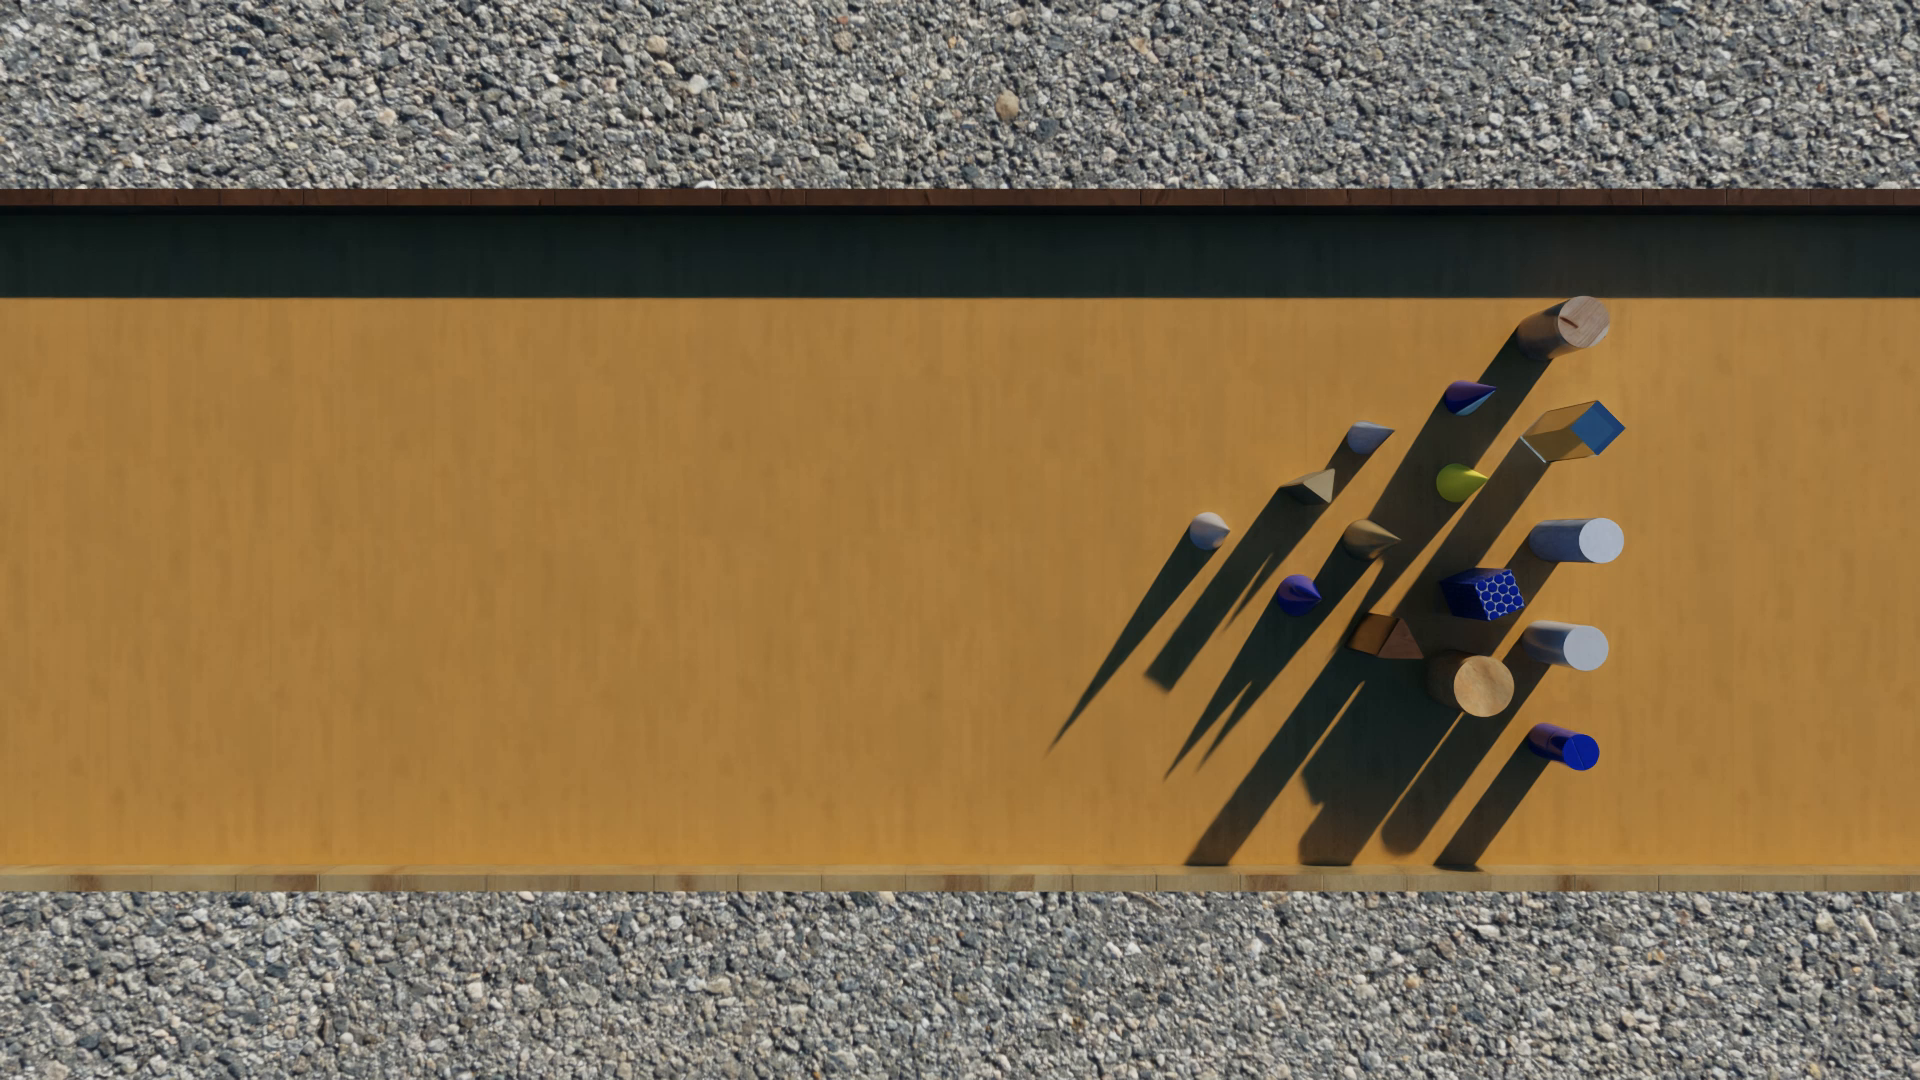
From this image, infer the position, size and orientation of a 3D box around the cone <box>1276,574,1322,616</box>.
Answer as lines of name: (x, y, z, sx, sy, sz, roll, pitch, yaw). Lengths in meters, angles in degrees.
cone: (1.040, 0.170, 4.905, 0.129, 0.343, 0.129, 0, 90, 0)

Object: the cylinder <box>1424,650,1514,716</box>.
cylinder: (1.514, 0.424, 4.921, 0.175, 0.311, 0.175, 0, 90, 0)

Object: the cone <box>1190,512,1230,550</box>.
cone: (0.764, -0.027, 4.869, 0.118, 0.415, 0.118, 0, 90, 0)

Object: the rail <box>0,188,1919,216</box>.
rail: (-2.247, -1.025, 5.002, 12.000, 0.150, 0.050, 0, 90, 0)

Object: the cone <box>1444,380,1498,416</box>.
cone: (1.545, -0.437, 4.904, 0.111, 0.345, 0.111, 0, 90, 0)

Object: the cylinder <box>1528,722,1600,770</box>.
cylinder: (1.799, 0.615, 4.926, 0.106, 0.301, 0.106, 0, 90, 0)

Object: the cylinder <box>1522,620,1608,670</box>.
cylinder: (1.794, 0.310, 4.901, 0.130, 0.350, 0.130, 0, 90, 0)

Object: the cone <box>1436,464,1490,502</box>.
cone: (1.526, -0.176, 4.915, 0.121, 0.323, 0.121, 0, 90, 0)

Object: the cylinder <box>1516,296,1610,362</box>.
cylinder: (1.783, -0.624, 4.895, 0.149, 0.363, 0.149, 0, 90, 0)

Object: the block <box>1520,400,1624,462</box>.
block: (1.800, -0.316, 4.866, 0.112, 0.421, 0.112, -45, 90, 0)

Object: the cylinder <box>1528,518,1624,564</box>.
cylinder: (1.815, 0.002, 4.871, 0.128, 0.411, 0.128, 0, 90, 0)

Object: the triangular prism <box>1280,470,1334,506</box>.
triangular prism: (1.050, -0.170, 4.908, 0.098, 0.338, 0.085, 36, 90, 0)

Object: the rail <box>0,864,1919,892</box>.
rail: (-2.247, 1.025, 5.001, 12.000, 0.150, 0.050, 0, 90, 0)

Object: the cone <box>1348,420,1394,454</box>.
cone: (1.244, -0.315, 4.896, 0.106, 0.361, 0.106, 0, 90, 0)

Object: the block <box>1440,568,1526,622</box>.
block: (1.549, 0.159, 4.904, 0.115, 0.345, 0.115, -22, 90, 0)

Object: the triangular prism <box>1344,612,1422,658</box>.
triangular prism: (1.248, 0.276, 4.870, 0.128, 0.413, 0.111, 2, 90, 0)

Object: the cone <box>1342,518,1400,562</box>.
cone: (1.244, 0.000, 4.861, 0.132, 0.432, 0.132, 0, 90, 0)
